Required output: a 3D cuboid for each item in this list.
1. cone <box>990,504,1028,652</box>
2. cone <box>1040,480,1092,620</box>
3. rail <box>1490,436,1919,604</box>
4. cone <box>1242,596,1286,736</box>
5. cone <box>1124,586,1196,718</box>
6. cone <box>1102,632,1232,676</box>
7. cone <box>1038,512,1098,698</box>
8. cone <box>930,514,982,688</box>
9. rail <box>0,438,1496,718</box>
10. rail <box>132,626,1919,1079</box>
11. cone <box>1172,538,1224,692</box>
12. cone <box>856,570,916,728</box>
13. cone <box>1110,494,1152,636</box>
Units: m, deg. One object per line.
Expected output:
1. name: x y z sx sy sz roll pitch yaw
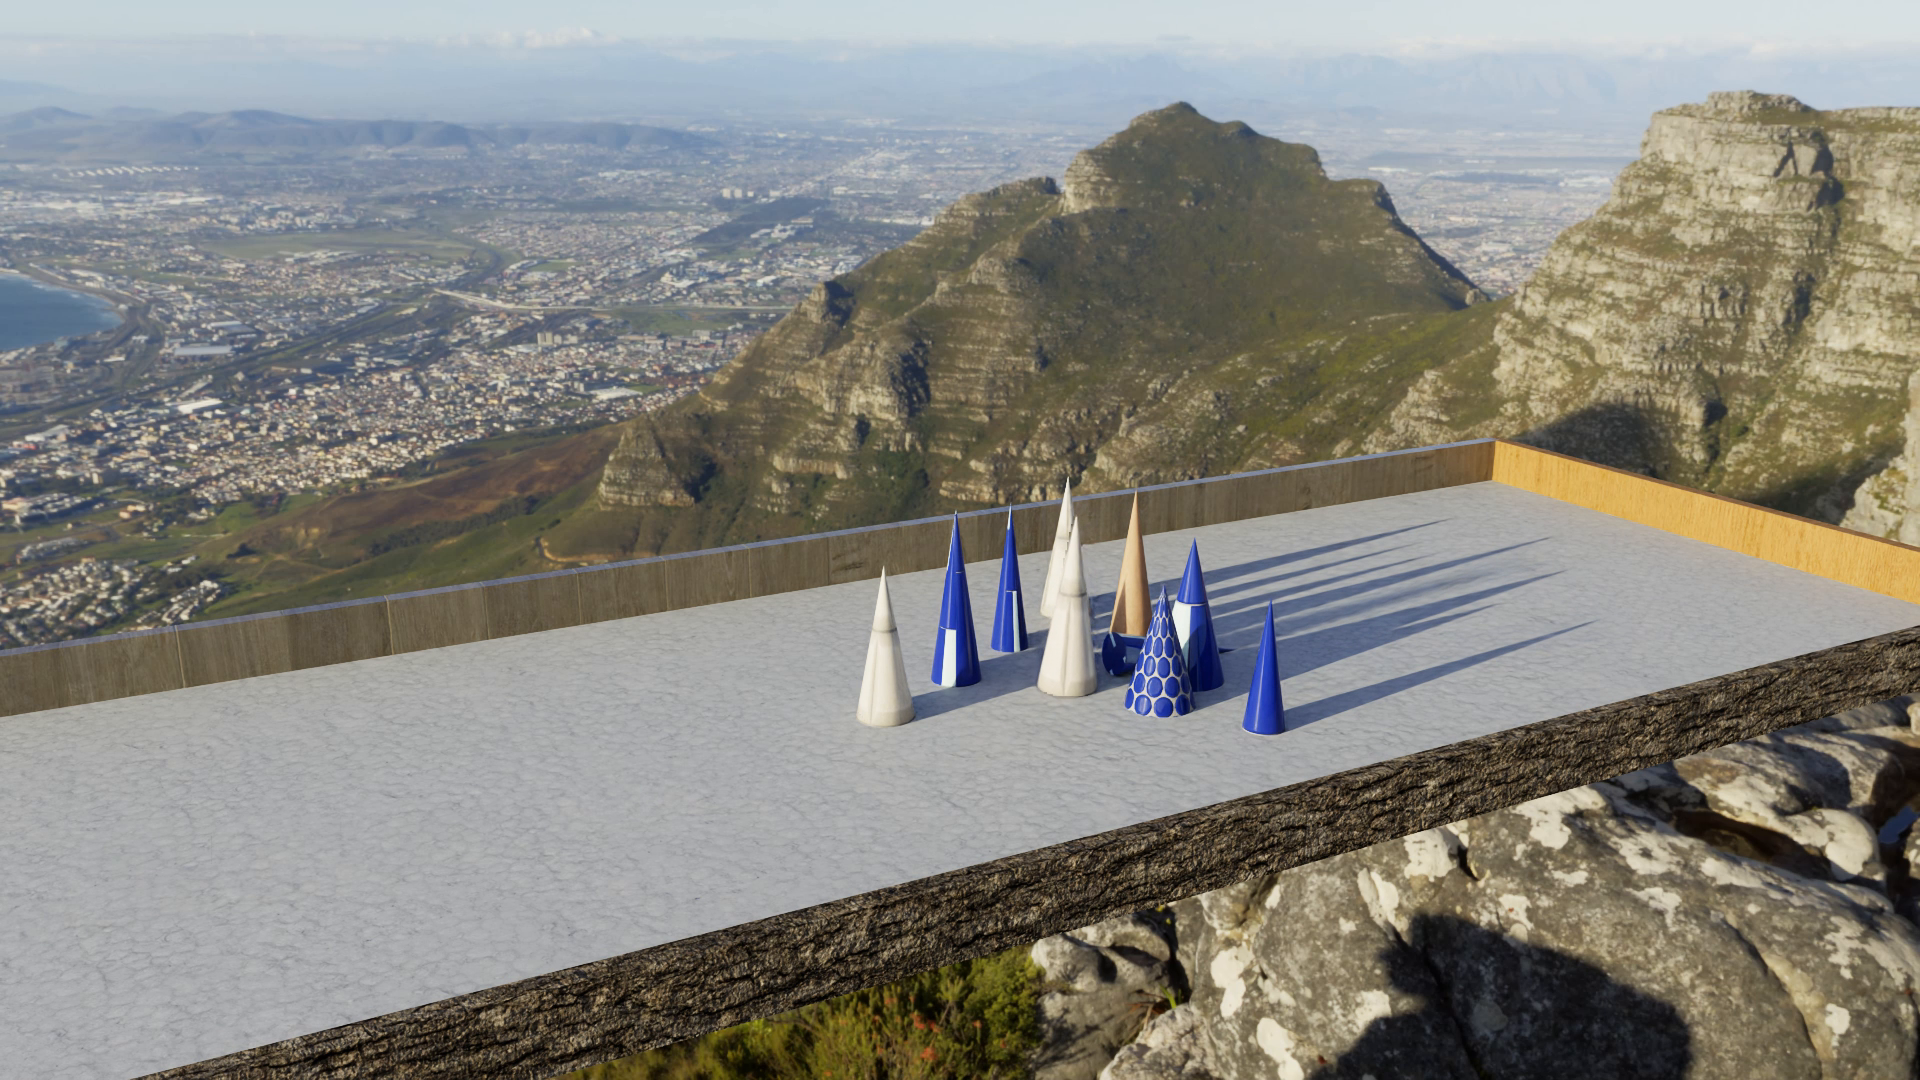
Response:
1. cone: 0.132 0.092 4.340 0.102 0.396 0.102 0 16 0
2. cone: 0.298 0.014 4.603 0.146 0.397 0.146 0 16 0
3. rail: 2.466 -0.048 5.253 0.050 0.150 2.100 -9 18 -27
4. cone: 0.711 0.284 3.816 0.101 0.323 0.101 0 16 0
5. cone: 0.485 0.250 3.960 0.177 0.307 0.177 0 16 0
6. cone: 0.561 0.290 4.273 0.388 0.109 0.109 0 14 -28
7. cone: 0.274 0.147 4.034 0.151 0.455 0.151 2 19 -1
8. cone: -0.010 0.136 4.106 0.129 0.444 0.129 0 16 0
9. rail: -3.305 0.497 3.399 12.000 0.150 0.050 -9 18 -27
10. rail: -2.336 1.006 1.665 12.000 0.150 0.050 -9 18 -27
11. cone: 0.578 0.171 4.111 0.179 0.373 0.179 0 16 0
12. cone: -0.177 0.239 3.876 0.141 0.376 0.141 0 16 0
13. cone: 0.454 0.078 4.308 0.132 0.441 0.132 0 16 0
